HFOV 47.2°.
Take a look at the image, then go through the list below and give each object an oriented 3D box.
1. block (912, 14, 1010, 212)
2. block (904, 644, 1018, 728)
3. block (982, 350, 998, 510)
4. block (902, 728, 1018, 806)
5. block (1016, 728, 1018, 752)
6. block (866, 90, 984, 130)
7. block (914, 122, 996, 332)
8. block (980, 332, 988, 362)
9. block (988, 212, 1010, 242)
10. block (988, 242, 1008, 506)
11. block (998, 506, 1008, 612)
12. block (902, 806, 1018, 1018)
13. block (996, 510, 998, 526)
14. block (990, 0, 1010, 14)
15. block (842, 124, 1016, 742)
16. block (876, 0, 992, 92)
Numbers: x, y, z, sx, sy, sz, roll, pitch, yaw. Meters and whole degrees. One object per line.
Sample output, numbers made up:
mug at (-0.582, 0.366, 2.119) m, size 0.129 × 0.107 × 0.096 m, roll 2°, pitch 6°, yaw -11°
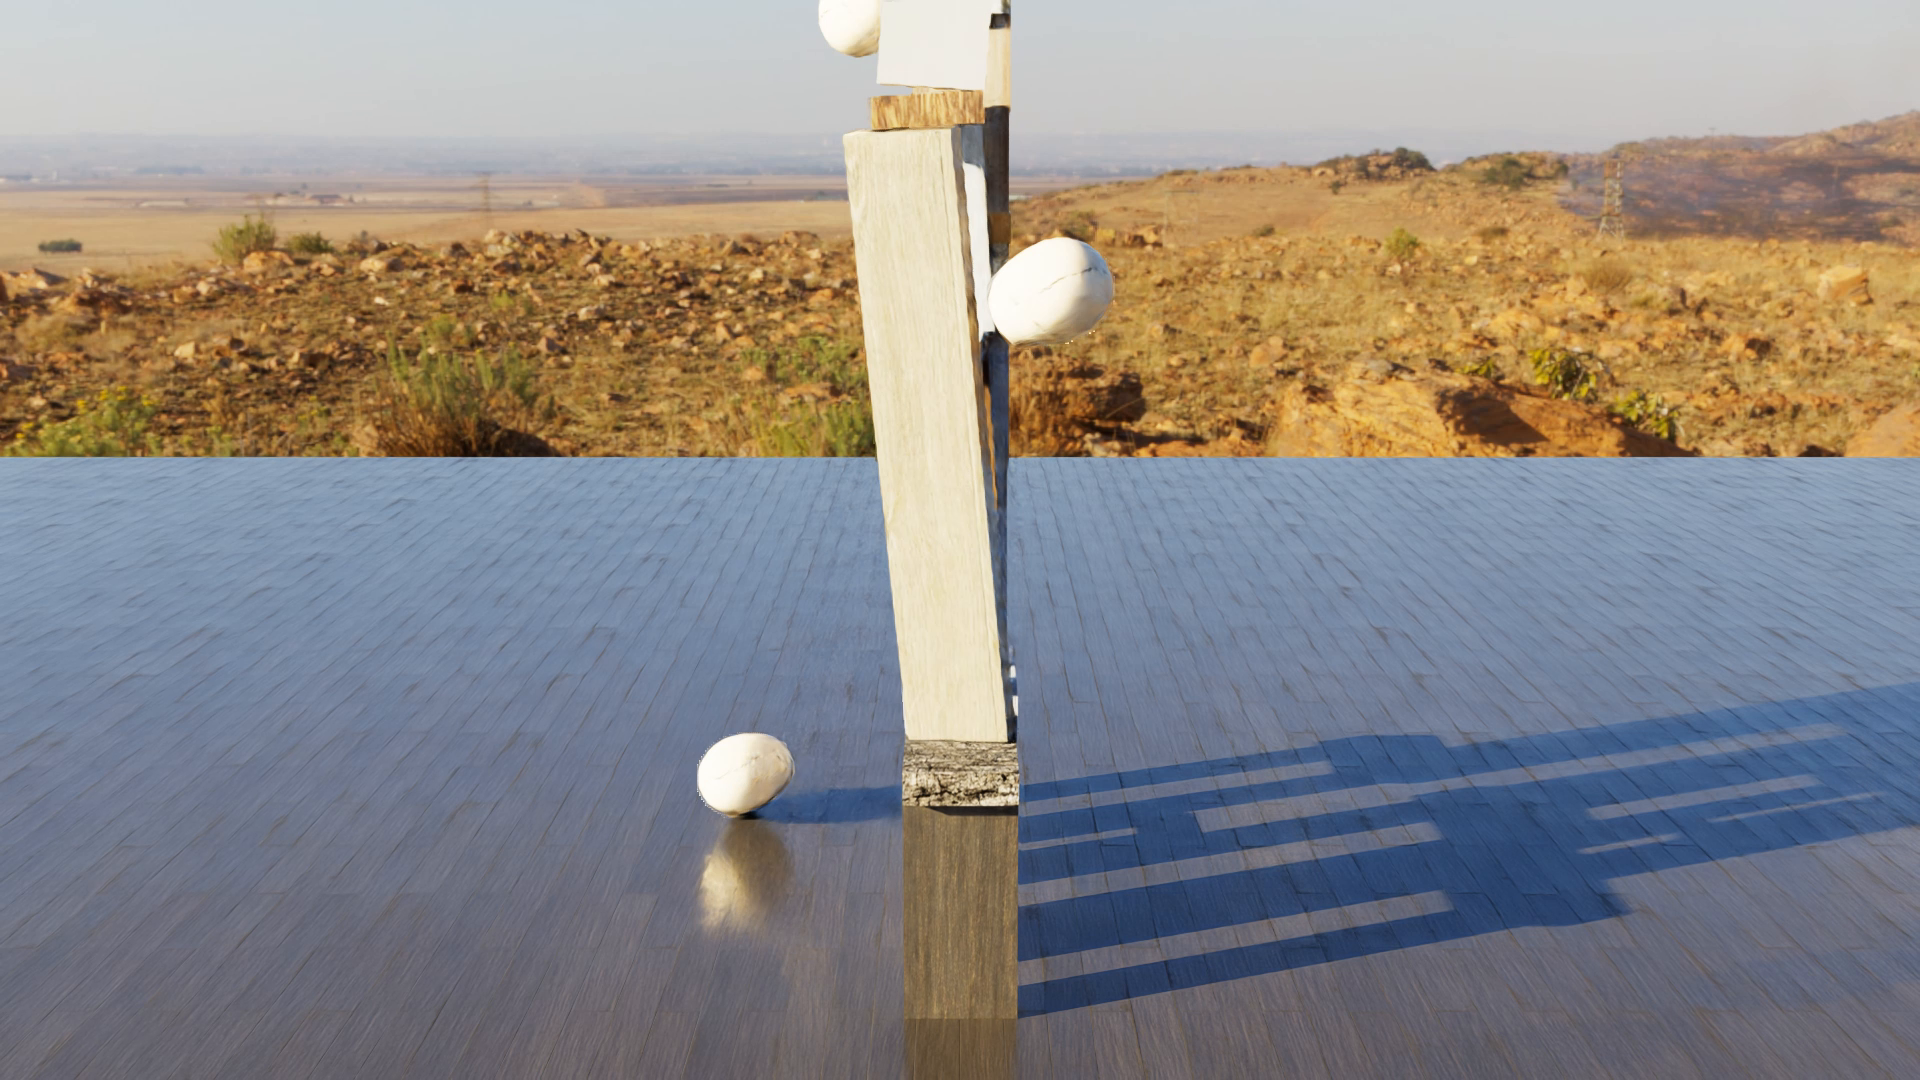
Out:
block at (0.002, -0.643, 3.322) m, size 0.146 × 0.292 × 0.041 m, roll 0°, pitch 12°, yaw 0°
block at (0.002, 0.233, 3.548) m, size 0.174 × 0.049 × 0.348 m, roll 0°, pitch 11°, yaw 0°
block at (-0.011, -0.167, 3.382) m, size 0.122 × 0.244 × 0.035 m, roll -3°, pitch 11°, yaw 3°
block at (0.001, 0.318, 3.222) m, size 0.162 × 0.046 × 0.325 m, roll 0°, pitch 10°, yaw 0°
block at (0.002, 0.450, 3.470) m, size 0.174 × 0.348 × 0.049 m, roll 0°, pitch 10°, yaw 0°
block at (-0.053, -0.611, 3.122) m, size 0.153 × 0.043 × 0.306 m, roll -4°, pitch 11°, yaw -3°
block at (-0.035, -0.462, 3.273) m, size 0.153 × 0.306 × 0.043 m, roll -3°, pitch 16°, yaw 4°
block at (-0.025, -0.287, 3.274) m, size 0.122 × 0.035 × 0.244 m, roll -3°, pitch 11°, yaw 4°
block at (-0.004, -0.504, 3.489) m, size 0.160 × 0.045 × 0.320 m, roll 0°, pitch 11°, yaw 0°
block at (-0.005, -0.259, 3.432) m, size 0.160 × 0.413 × 0.045 m, roll 0°, pitch 13°, yaw 0°
block at (-0.004, 0.031, 3.616) m, size 0.160 × 0.320 × 0.045 m, roll 0°, pitch 19°, yaw 0°
block at (0.001, 0.521, 3.147) m, size 0.162 × 0.325 × 0.046 m, roll 0°, pitch 10°, yaw 0°
block at (-0.001, -0.033, 3.442) m, size 0.119 × 0.034 × 0.239 m, roll 0°, pitch 10°, yaw 0°
block at (0.002, -0.826, 3.383) m, size 0.146 × 0.041 × 0.293 m, roll 0°, pitch 11°, yaw 0°
block at (-0.038, -0.134, 3.101) m, size 0.153 × 0.883 × 0.043 m, roll 0°, pitch 18°, yaw 18°
block at (-0.024, -0.884, 3.125) m, size 0.155 × 0.474 × 0.044 m, roll 4°, pitch 9°, yaw 0°
